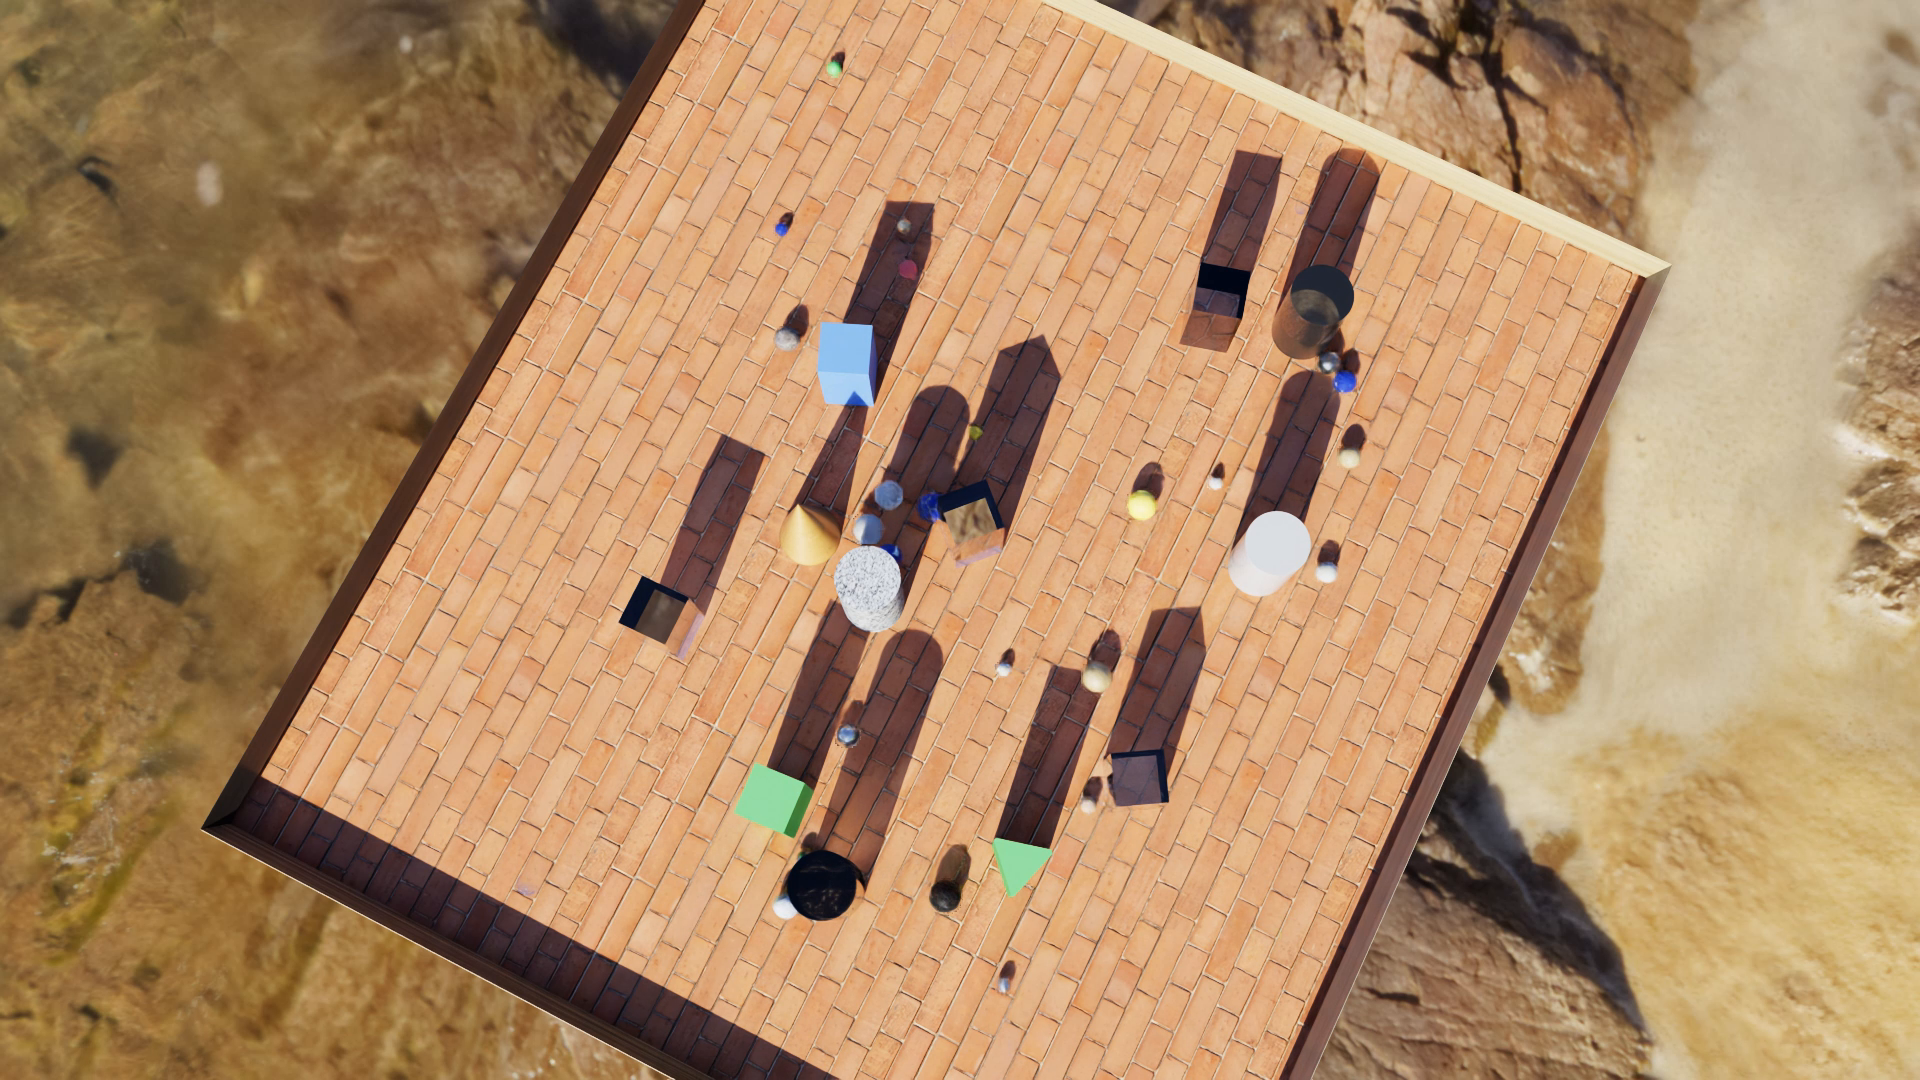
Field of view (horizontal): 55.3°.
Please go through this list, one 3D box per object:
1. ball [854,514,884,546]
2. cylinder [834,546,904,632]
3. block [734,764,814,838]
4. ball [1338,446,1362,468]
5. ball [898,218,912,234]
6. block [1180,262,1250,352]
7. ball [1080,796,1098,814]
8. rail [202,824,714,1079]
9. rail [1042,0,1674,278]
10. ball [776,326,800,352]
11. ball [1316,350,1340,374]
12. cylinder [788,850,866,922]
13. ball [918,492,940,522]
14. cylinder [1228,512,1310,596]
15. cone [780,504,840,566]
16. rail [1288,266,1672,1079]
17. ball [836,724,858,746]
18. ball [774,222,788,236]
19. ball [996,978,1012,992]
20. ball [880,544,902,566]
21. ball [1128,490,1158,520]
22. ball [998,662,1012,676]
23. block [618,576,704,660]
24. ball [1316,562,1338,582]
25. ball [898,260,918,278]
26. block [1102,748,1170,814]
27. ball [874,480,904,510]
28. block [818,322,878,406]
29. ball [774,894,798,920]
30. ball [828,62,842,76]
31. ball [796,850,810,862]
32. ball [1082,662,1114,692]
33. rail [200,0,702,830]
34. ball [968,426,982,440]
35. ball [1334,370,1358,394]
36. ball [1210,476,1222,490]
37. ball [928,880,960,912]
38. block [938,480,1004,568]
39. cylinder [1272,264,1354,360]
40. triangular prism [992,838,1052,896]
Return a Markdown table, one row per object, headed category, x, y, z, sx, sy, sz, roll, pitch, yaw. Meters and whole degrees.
| category | x | y | z | sx | sy | sz | roll | pitch | yaw |
| --- | --- | --- | --- | --- | --- | --- | --- | --- | --- |
| ball | -0.277 | -0.031 | 5.575 | 0.094 | 0.094 | 0.094 | 0 | 78 | 0 |
| cylinder | -0.262 | 0.148 | 5.387 | 0.189 | 0.388 | 0.189 | 0 | 78 | 0 |
| block | -0.533 | 0.755 | 5.284 | 0.151 | 0.345 | 0.151 | 22 | 79 | 4 |
| ball | 1.198 | -0.255 | 5.633 | 0.071 | 0.071 | 0.071 | 0 | 78 | 0 |
| ball | -0.175 | -0.991 | 5.797 | 0.048 | 0.048 | 0.048 | 0 | 78 | 0 |
| block | 0.775 | -0.706 | 5.593 | 0.151 | 0.331 | 0.151 | 11 | 79 | 2 |
| ball | 0.382 | 0.783 | 5.427 | 0.054 | 0.054 | 0.054 | 0 | 78 | 0 |
| rail | -0.776 | 1.527 | 5.237 | 3.173 | 0.123 | 0.045 | 26 | 80 | 5 |
| rail | 0.776 | -1.514 | 5.866 | 3.173 | 0.123 | 0.045 | 26 | 80 | 5 |
| ball | -0.535 | -0.625 | 5.706 | 0.077 | 0.077 | 0.077 | 0 | 78 | 0 |
| ball | 1.146 | -0.551 | 5.693 | 0.073 | 0.073 | 0.073 | 0 | 78 | 0 |
| cylinder | -0.374 | 0.982 | 5.186 | 0.189 | 0.446 | 0.189 | 0 | 78 | 0 |
| ball | -0.084 | -0.099 | 5.591 | 0.091 | 0.091 | 0.091 | 0 | 78 | 0 |
| cylinder | 0.912 | 0.044 | 5.430 | 0.189 | 0.347 | 0.189 | 0 | 78 | 0 |
| cone | -0.459 | -0.058 | 5.407 | 0.189 | 0.434 | 0.189 | 0 | 78 | 0 |
| rail | 1.398 | 0.691 | 5.410 | 0.045 | 0.123 | 3.519 | 26 | 80 | 5 |
| ball | -0.336 | 0.582 | 5.463 | 0.066 | 0.066 | 0.066 | 0 | 78 | 0 |
| ball | -0.564 | -0.983 | 5.798 | 0.043 | 0.043 | 0.043 | 0 | 78 | 0 |
| ball | 0.129 | 1.294 | 5.326 | 0.044 | 0.044 | 0.044 | 0 | 78 | 0 |
| ball | -0.216 | 0.053 | 5.562 | 0.085 | 0.085 | 0.085 | 0 | 78 | 0 |
| ball | 0.557 | -0.106 | 5.592 | 0.091 | 0.091 | 0.091 | 0 | 78 | 0 |
| ball | 0.133 | 0.389 | 5.514 | 0.042 | 0.042 | 0.042 | 0 | 78 | 0 |
| block | -0.875 | 0.234 | 5.397 | 0.151 | 0.336 | 0.151 | 25 | 79 | 5 |
| ball | 1.112 | 0.097 | 5.562 | 0.066 | 0.066 | 0.066 | 0 | 78 | 0 |
| ball | -0.164 | -0.851 | 5.763 | 0.059 | 0.059 | 0.059 | 0 | 78 | 0 |
| block | 0.508 | 0.701 | 5.316 | 0.151 | 0.303 | 0.151 | -5 | 78 | -1 |
| ball | -0.216 | -0.137 | 5.599 | 0.090 | 0.090 | 0.090 | 0 | 78 | 0 |
| block | -0.338 | -0.529 | 5.551 | 0.151 | 0.342 | 0.151 | 4 | 78 | 1 |
| ball | -0.507 | 1.071 | 5.357 | 0.075 | 0.075 | 0.075 | 0 | 78 | 0 |
| ball | -0.406 | -1.521 | 5.908 | 0.046 | 0.046 | 0.046 | 0 | 78 | 0 |
| ball | -0.458 | 0.939 | 5.397 | 0.050 | 0.050 | 0.050 | 0 | 78 | 0 |
| ball | 0.412 | 0.411 | 5.484 | 0.092 | 0.092 | 0.092 | 0 | 78 | 0 |
| rail | -1.398 | -0.678 | 5.693 | 0.045 | 0.123 | 3.519 | 26 | 80 | 5 |
| ball | 0.047 | -0.330 | 5.662 | 0.044 | 0.044 | 0.044 | 0 | 78 | 0 |
| ball | 1.194 | -0.490 | 5.681 | 0.072 | 0.072 | 0.072 | 0 | 78 | 0 |
| ball | 0.787 | -0.176 | 5.631 | 0.042 | 0.042 | 0.042 | 0 | 78 | 0 |
| ball | -0.044 | 1.042 | 5.353 | 0.093 | 0.093 | 0.093 | 0 | 78 | 0 |
| block | 0.031 | -0.043 | 5.439 | 0.151 | 0.365 | 0.151 | -20 | 79 | -4 |
| cylinder | 1.072 | -0.690 | 5.585 | 0.189 | 0.341 | 0.189 | 0 | 78 | 0 |
| triangular prism | 0.149 | 0.912 | 5.249 | 0.142 | 0.350 | 0.163 | 42 | 81 | 8 |
